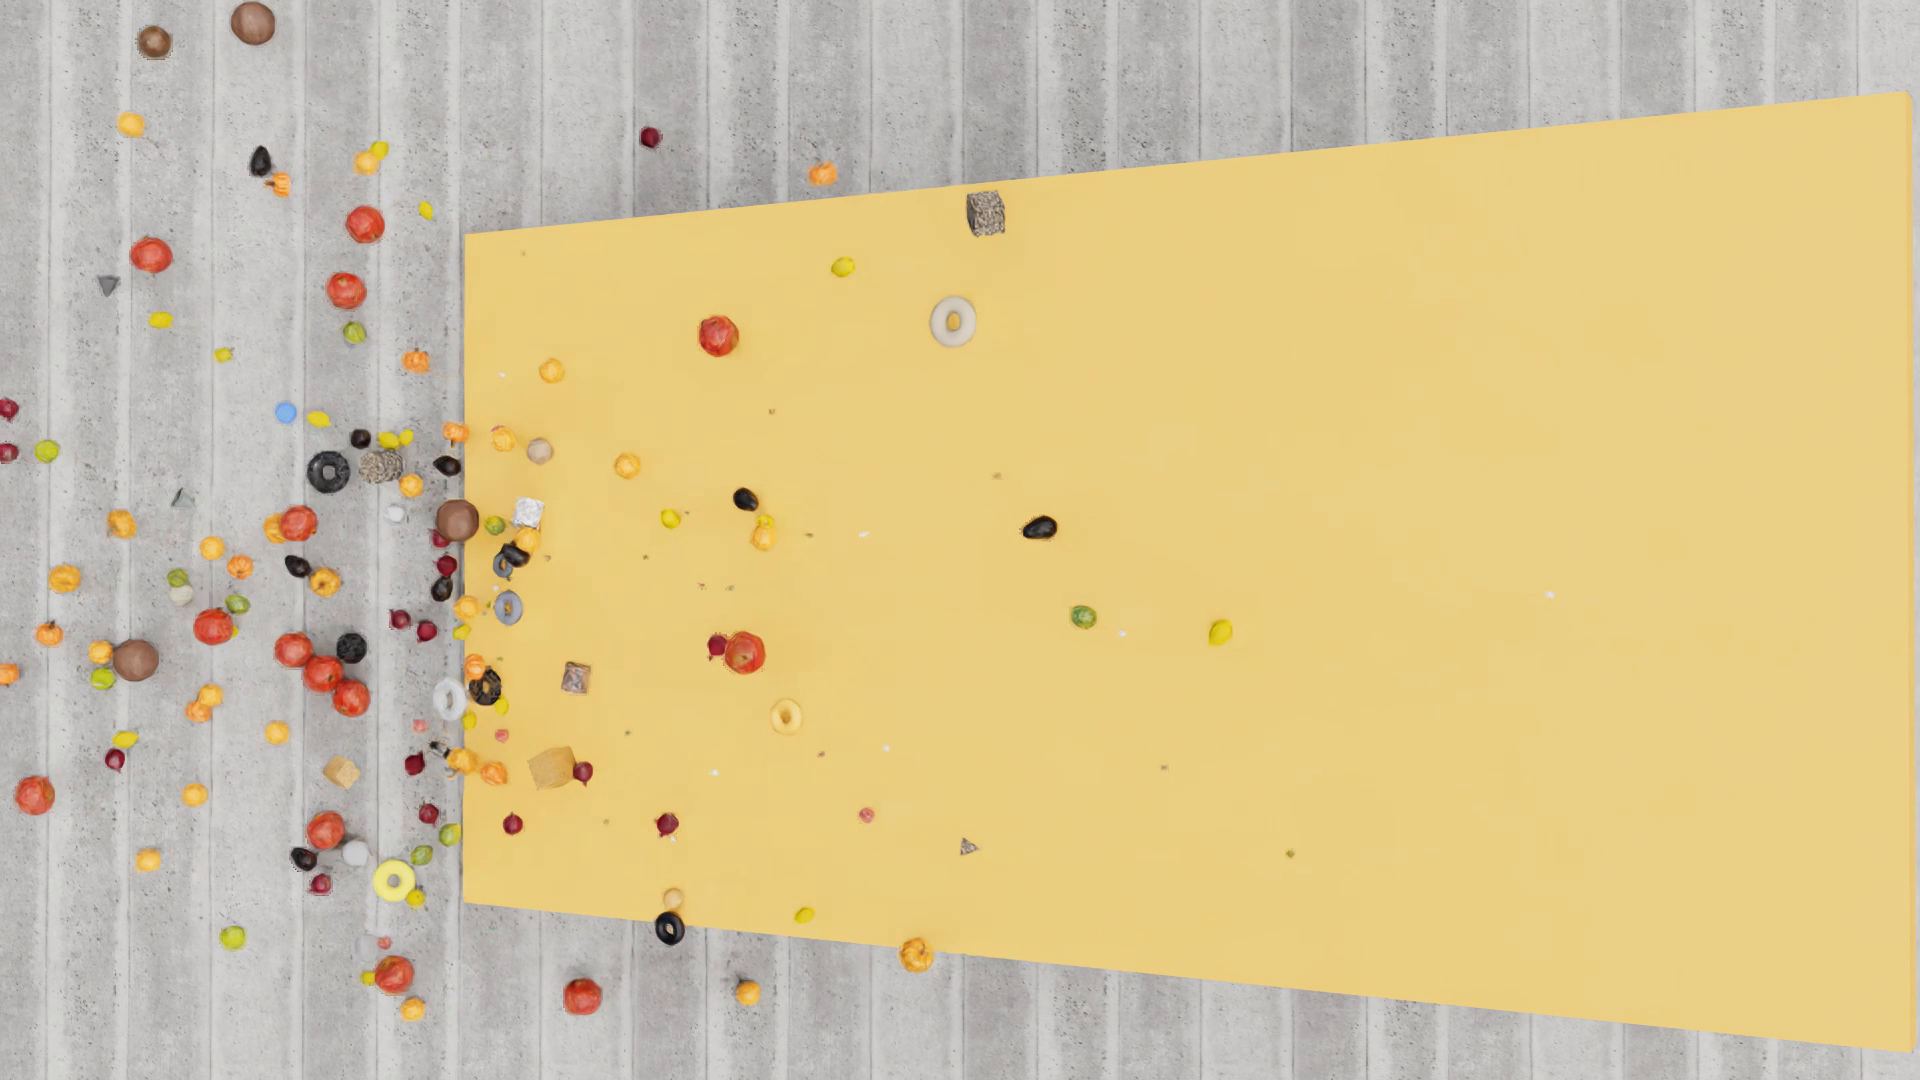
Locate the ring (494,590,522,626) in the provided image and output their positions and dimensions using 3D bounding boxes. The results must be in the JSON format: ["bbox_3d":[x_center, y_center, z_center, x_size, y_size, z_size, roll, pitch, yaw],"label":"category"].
[{"bbox_3d":[-1.330,0.200,6.476,0.103,0.034,0.103,0,90,31],"label":"ring"}]

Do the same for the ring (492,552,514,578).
[{"bbox_3d":[-1.349,0.072,6.493,0.077,0.026,0.077,0,91,30],"label":"ring"}]

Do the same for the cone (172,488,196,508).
[{"bbox_3d":[-2.341,-0.113,6.660,0.067,0.067,0.067,30,89,-26],"label":"cone"}]

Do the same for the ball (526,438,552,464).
[{"bbox_3d":[-1.223,-0.257,6.393,0.078,0.078,0.078,0,89,0],"label":"ball"}]

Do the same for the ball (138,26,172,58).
[{"bbox_3d":[-2.432,-1.505,6.641,0.096,0.096,0.096,0,89,0],"label":"ball"}]

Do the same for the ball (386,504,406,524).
[{"bbox_3d":[-1.706,-0.080,6.645,0.059,0.059,0.059,0,89,0],"label":"ball"}]

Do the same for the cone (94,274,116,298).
[{"bbox_3d":[-2.577,-0.760,6.648,0.067,0.067,0.067,-2,117,0],"label":"cone"}]

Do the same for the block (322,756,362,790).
[{"bbox_3d":[-1.859,0.698,6.610,0.067,0.067,0.067,11,55,38],"label":"block"}]

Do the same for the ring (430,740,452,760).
[{"bbox_3d":[-1.552,0.628,6.575,0.080,0.080,0.027,37,62,0],"label":"ring"}]

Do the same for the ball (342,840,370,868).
[{"bbox_3d":[-1.820,0.944,6.622,0.085,0.085,0.085,0,89,0],"label":"ball"}]

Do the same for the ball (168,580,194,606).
[{"bbox_3d":[-2.350,0.160,6.635,0.076,0.076,0.076,0,89,0],"label":"ball"}]

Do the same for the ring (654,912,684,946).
[{"bbox_3d":[-0.814,1.089,6.169,0.098,0.033,0.098,4,98,30],"label":"ring"}]

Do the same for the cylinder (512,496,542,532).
[{"bbox_3d":[-1.257,-0.074,6.391,0.080,0.080,0.080,5,67,0],"label":"cylinder"}]

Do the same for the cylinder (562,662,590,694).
[{"bbox_3d":[-1.101,0.395,6.306,0.073,0.073,0.073,11,97,0],"label":"cylinder"}]

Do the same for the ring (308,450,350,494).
[{"bbox_3d":[-1.909,-0.205,6.653,0.131,0.044,0.131,0,90,3],"label":"ring"}]

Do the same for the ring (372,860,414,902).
[{"bbox_3d":[-1.710,1.030,6.643,0.127,0.042,0.127,0,89,-1],"label":"ring"}]

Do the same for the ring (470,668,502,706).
[{"bbox_3d":[-1.406,0.436,6.515,0.116,0.039,0.116,0,90,32],"label":"ring"}]

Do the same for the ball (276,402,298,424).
[{"bbox_3d":[-2.036,-0.385,6.645,0.065,0.065,0.065,0,89,0],"label":"ball"}]

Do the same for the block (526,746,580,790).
[{"bbox_3d":[-1.172,0.659,6.346,0.092,0.092,0.092,-29,75,27],"label":"block"}]

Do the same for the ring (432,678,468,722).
[{"bbox_3d":[-1.526,0.477,6.583,0.131,0.044,0.131,0,91,30],"label":"ring"}]

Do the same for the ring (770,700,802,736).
[{"bbox_3d":[-0.472,0.482,5.975,0.101,0.034,0.101,0,91,30],"label":"ring"}]

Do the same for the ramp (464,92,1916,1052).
[{"bbox_3d":[0.269,0.074,5.624,4.000,0.100,2.000,0,89,30],"label":"ramp"}]

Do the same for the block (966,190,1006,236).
[{"bbox_3d":[0.066,-0.830,5.594,0.079,0.079,0.079,-9,45,-12],"label":"block"}]

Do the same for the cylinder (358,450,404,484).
[{"bbox_3d":[-1.733,-0.219,6.584,0.094,0.094,0.094,4,100,22],"label":"cylinder"}]

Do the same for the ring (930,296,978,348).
[{"bbox_3d":[-0.017,-0.567,5.713,0.136,0.045,0.136,0,89,29],"label":"ring"}]

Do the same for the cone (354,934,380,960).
[{"bbox_3d":[-1.797,1.233,6.621,0.082,0.082,0.082,0,89,0],"label":"cone"}]

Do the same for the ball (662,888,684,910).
[{"bbox_3d":[-0.802,1.003,6.146,0.060,0.060,0.060,0,89,0],"label":"ball"}]

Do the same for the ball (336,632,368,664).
[{"bbox_3d":[-1.832,0.326,6.624,0.093,0.093,0.093,0,89,0],"label":"ball"}]

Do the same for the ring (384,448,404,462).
[{"bbox_3d":[-1.726,-0.231,6.656,0.094,0.031,0.094,1,97,4],"label":"ring"}]
